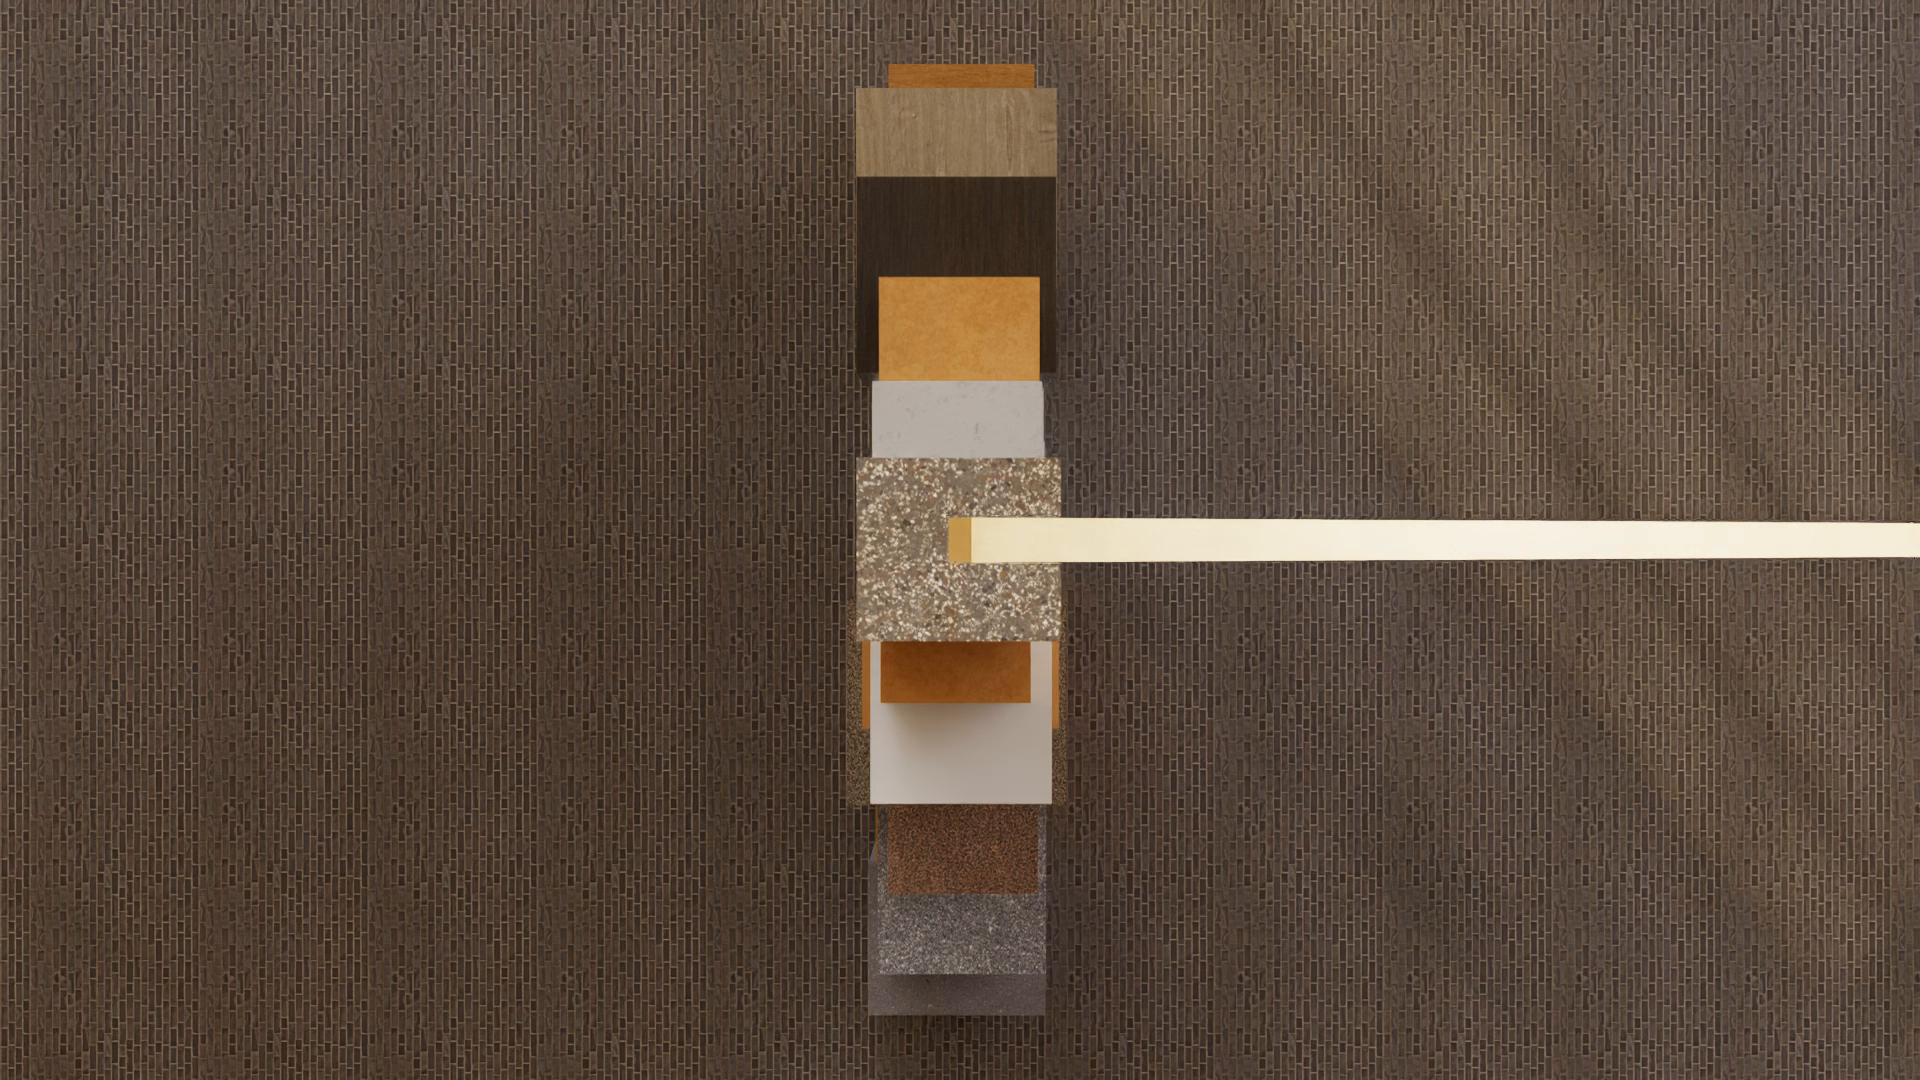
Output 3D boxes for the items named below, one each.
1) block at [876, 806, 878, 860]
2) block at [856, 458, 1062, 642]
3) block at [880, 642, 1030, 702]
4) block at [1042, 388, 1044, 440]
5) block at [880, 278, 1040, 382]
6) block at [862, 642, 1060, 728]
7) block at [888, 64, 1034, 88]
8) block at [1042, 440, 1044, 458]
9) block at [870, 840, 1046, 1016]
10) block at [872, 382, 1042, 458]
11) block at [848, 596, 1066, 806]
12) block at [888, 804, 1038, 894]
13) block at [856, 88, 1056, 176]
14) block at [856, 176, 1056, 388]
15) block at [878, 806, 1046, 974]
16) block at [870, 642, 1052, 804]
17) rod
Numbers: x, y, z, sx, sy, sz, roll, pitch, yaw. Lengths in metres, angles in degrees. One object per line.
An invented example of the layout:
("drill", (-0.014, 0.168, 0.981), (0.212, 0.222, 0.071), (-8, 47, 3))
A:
("block", (0.001, 1.285, 12.570), (0.931, 0.861, 0.968), (0, 90, 0))
("block", (-0.004, 0.025, 8.249), (0.735, 0.685, 0.658), (0, 92, 0))
("block", (-0.018, 0.305, 8.938), (0.590, 0.596, 0.670), (0, 90, 0))
("block", (-0.008, -0.457, 12.502), (0.929, 0.997, 0.905), (0, 90, 0))
("block", (-0.003, -0.773, 9.543), (0.671, 0.687, 0.657), (0, 90, 0))
("block", (0.003, 0.429, 10.525), (0.902, 0.919, 0.870), (0, 90, 0))
("block", (0.008, -2.226, 12.568), (0.805, 0.863, 0.800), (0, 90, 0))
("block", (0.009, -0.108, 11.603), (0.846, 0.800, 0.799), (0, 90, 0))
("block", (-0.016, 2.203, 12.574), (0.973, 0.853, 0.847), (0, 90, 0))
("block", (-0.011, -0.328, 8.895), (0.664, 0.617, 0.590), (0, 91, 0))
("block", (-0.017, 0.814, 11.562), (1.095, 1.154, 1.026), (0, 90, 0))
("block", (0.014, 1.256, 10.581), (0.693, 0.806, 0.764), (0, 90, 0))
("block", (-0.018, -1.748, 11.466), (0.997, 1.122, 0.987), (0, 90, 0))
("block", (-0.017, -1.196, 10.395), (0.898, 1.021, 0.881), (0, 90, 0))
("block", (0.010, 1.792, 11.757), (0.872, 0.764, 0.904), (0, 90, 0))
("block", (0.005, 0.702, 9.651), (0.762, 0.830, 0.811), (0, 90, 0))
("rod", (2.234, 0.000, 5.267), (5.200, 0.080, 0.080), (0, 90, -31))
